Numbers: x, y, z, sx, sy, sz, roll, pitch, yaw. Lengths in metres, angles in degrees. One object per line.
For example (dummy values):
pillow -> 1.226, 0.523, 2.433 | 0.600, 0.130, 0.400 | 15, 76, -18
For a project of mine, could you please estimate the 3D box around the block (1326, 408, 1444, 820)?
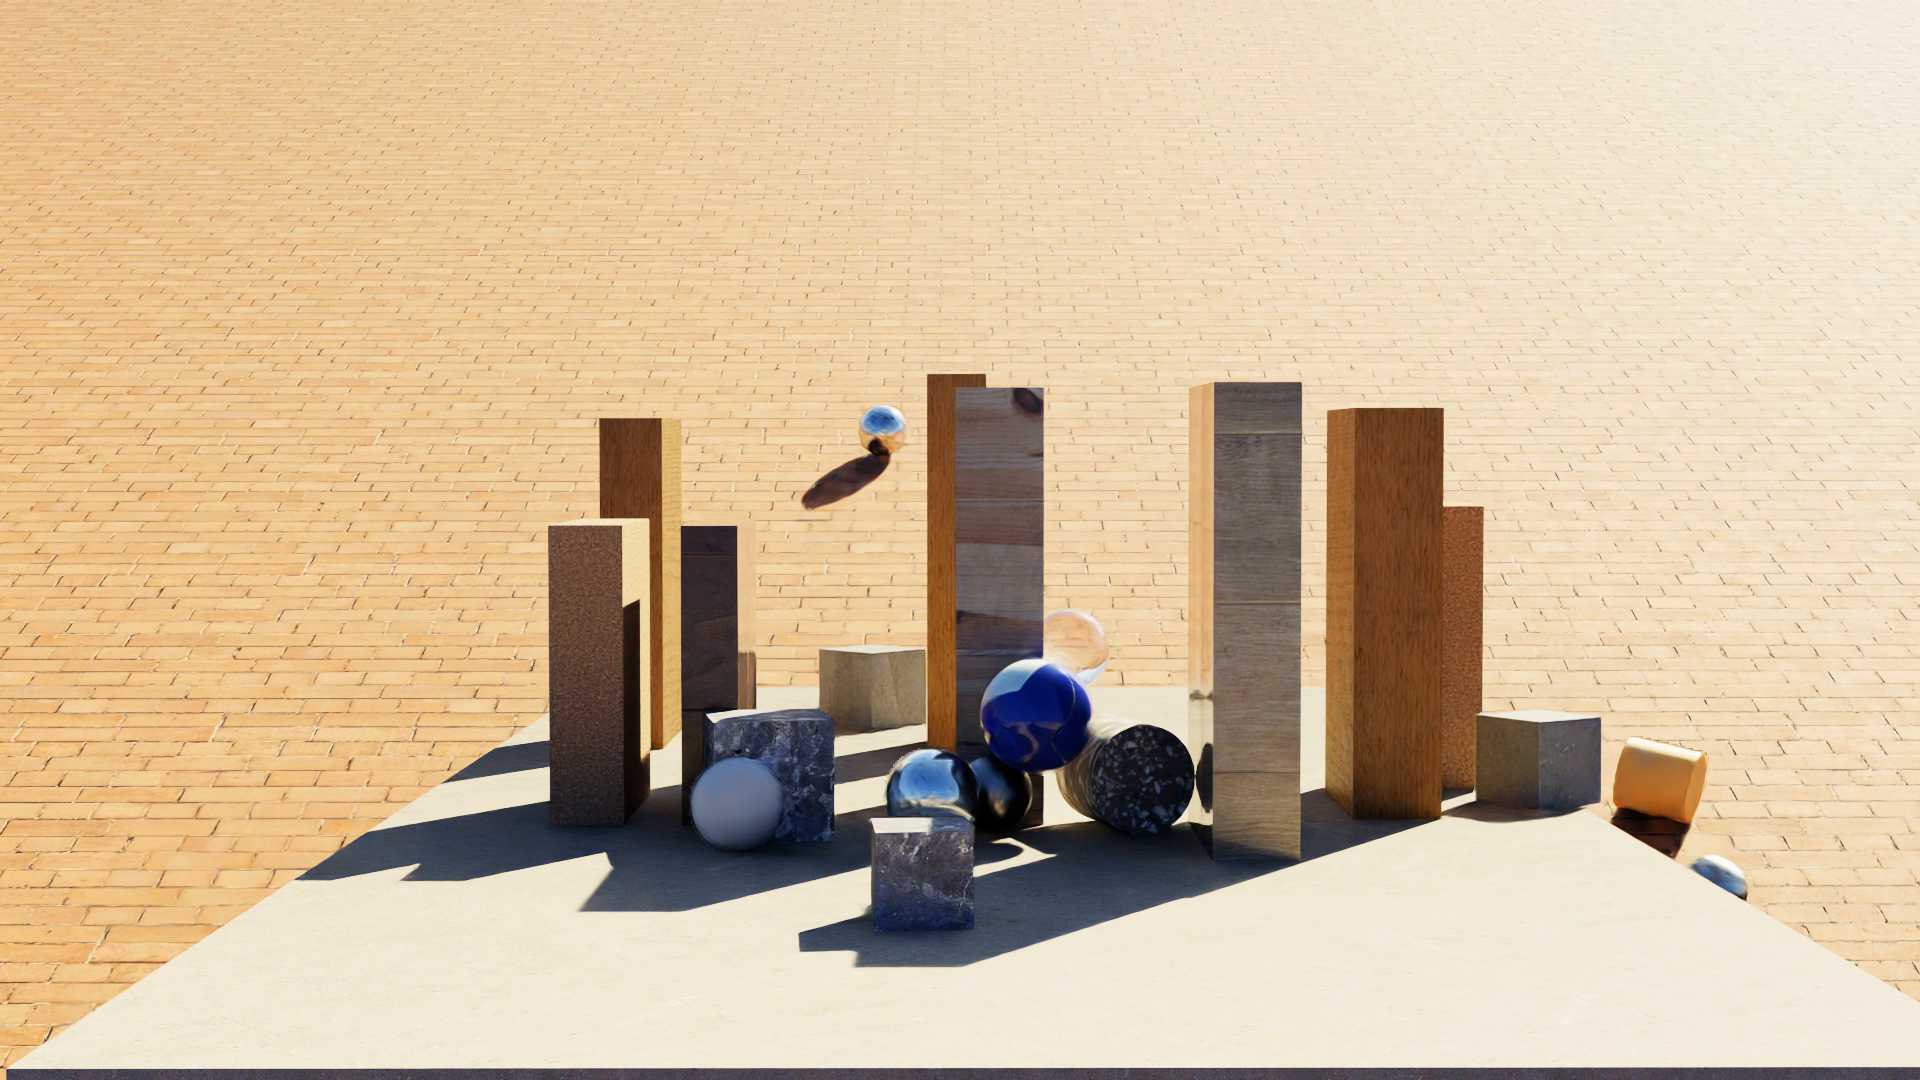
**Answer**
block -> 0.718, 0.115, 4.379 | 0.146, 0.676, 0.317 | 0, 2, 0

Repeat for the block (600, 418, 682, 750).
block -> -0.664, 0.082, 5.387 | 0.126, 0.670, 0.369 | 0, 2, 0

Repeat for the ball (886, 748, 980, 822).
ball -> -0.043, 0.395, 3.989 | 0.146, 0.146, 0.146 | 0, 24, 0

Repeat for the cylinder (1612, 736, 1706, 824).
cylinder -> 1.662, 0.570, 6.116 | 0.171, 0.171, 0.171 | 13, 27, 28

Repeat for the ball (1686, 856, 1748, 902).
ball -> 1.279, 0.595, 4.376 | 0.117, 0.117, 0.117 | 0, 24, 0

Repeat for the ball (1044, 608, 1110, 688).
ball -> 0.271, 0.275, 6.428 | 0.206, 0.206, 0.206 | 0, 24, 0

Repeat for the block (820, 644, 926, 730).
block -> -0.192, 0.323, 5.678 | 0.166, 0.166, 0.166 | 2, 3, 44

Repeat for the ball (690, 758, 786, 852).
ball -> -0.337, 0.401, 3.905 | 0.143, 0.143, 0.143 | 0, 24, 0

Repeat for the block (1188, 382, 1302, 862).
block -> 0.438, 0.114, 3.999 | 0.130, 0.708, 0.408 | 0, 2, 0

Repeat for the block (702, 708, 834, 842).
block -> -0.305, 0.371, 4.078 | 0.188, 0.188, 0.188 | 0, 2, -11

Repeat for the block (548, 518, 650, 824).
block -> -0.605, 0.212, 4.347 | 0.120, 0.486, 0.363 | 0, 2, 0

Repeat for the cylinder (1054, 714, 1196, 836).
cylinder -> 0.264, 0.375, 4.139 | 0.175, 0.175, 0.175 | -8, 4, -17

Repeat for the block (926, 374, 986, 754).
block -> -0.007, 0.045, 5.215 | 0.117, 0.755, 0.276 | 0, 2, 0

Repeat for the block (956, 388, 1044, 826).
block -> 0.064, 0.100, 4.372 | 0.142, 0.708, 0.429 | 0, 2, 0

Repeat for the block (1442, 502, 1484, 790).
block -> 0.872, 0.188, 4.725 | 0.116, 0.506, 0.288 | 0, 2, 0

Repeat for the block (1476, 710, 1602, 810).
block -> 0.995, 0.377, 4.436 | 0.149, 0.149, 0.149 | -1, 3, -34

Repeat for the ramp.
ramp -> 0.055, 0.498, 4.545 | 2.000, 0.100, 4.000 | 0, 2, 0

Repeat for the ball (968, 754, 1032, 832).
ball -> 0.055, 0.403, 4.107 | 0.122, 0.122, 0.122 | 0, 24, 0

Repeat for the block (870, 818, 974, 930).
block -> -0.050, 0.430, 3.327 | 0.125, 0.125, 0.125 | 0, 2, -4

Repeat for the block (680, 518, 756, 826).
block -> -0.404, 0.212, 4.348 | 0.092, 0.486, 0.381 | 0, 2, 0

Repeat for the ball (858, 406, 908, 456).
ball -> -0.246, -0.348, 8.199 | 0.161, 0.161, 0.161 | 0, 24, 0

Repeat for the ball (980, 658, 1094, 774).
ball -> 0.121, 0.277, 4.055 | 0.181, 0.181, 0.181 | 0, 24, 0
